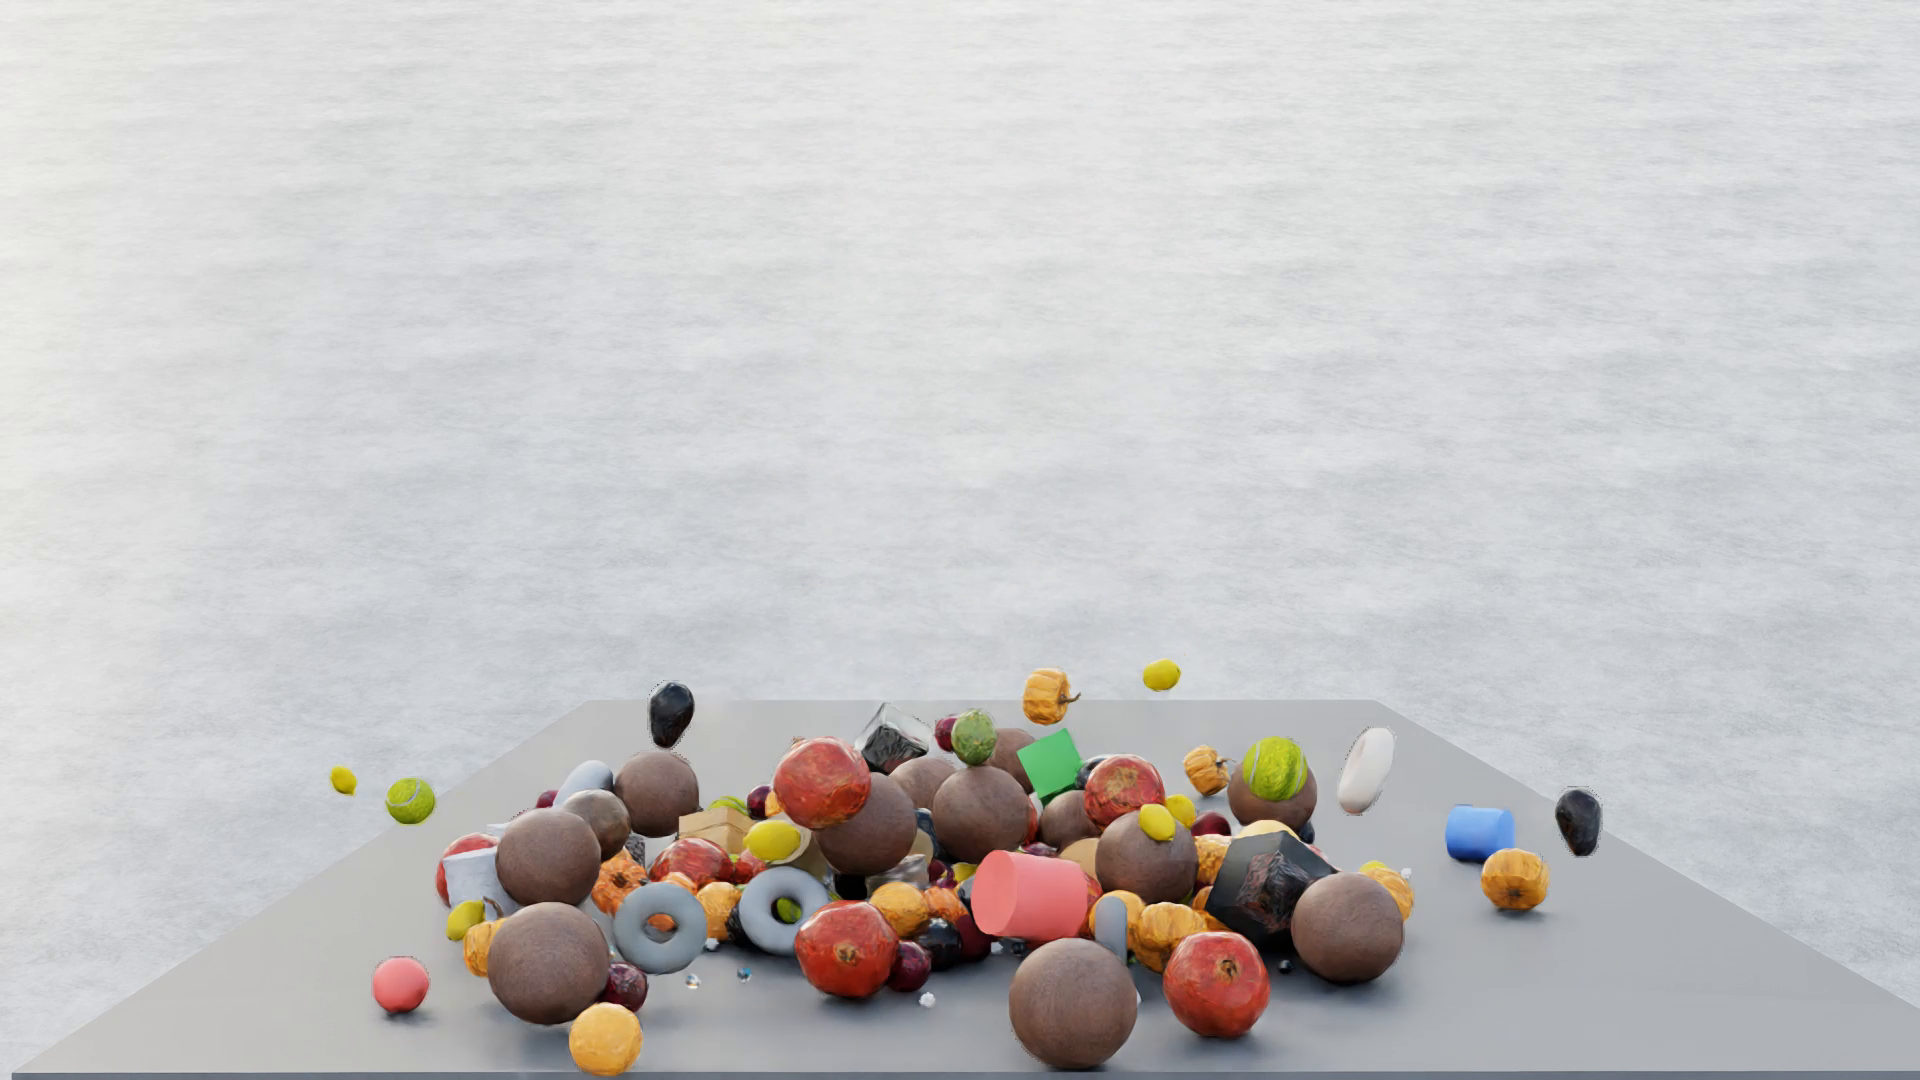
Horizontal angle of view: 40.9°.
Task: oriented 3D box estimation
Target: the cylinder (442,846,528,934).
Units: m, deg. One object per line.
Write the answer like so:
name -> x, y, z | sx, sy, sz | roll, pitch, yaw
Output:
cylinder -> -0.599, 0.440, 3.252 | 0.093, 0.093, 0.093 | -9, 0, 0

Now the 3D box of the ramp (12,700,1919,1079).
ramp -> 0.057, 0.517, 4.557 | 2.000, 0.100, 4.000 | 0, 2, 0

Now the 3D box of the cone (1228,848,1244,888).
cone -> 0.396, 0.479, 3.675 | 0.066, 0.066, 0.066 | 15, 36, 29

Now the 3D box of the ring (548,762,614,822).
ring -> -0.561, 0.393, 3.814 | 0.048, 0.144, 0.144 | 24, 31, 12

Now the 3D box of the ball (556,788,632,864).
ball -> -0.479, 0.374, 3.371 | 0.097, 0.097, 0.097 | 0, 25, 0

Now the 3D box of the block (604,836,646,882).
block -> -0.487, 0.463, 3.739 | 0.058, 0.058, 0.058 | 0, 2, -11

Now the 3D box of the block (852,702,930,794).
block -> -0.103, 0.309, 3.847 | 0.082, 0.082, 0.082 | 33, 17, -9

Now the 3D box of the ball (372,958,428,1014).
ball -> -0.615, 0.489, 2.832 | 0.060, 0.060, 0.060 | 0, 25, 0

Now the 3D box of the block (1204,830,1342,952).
block -> 0.376, 0.423, 3.096 | 0.099, 0.099, 0.099 | -20, 38, 54

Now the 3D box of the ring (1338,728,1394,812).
ring -> 0.522, 0.296, 3.314 | 0.039, 0.118, 0.118 | 24, 27, 0

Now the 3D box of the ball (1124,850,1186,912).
ball -> 0.262, 0.458, 3.469 | 0.082, 0.082, 0.082 | 0, 25, 0

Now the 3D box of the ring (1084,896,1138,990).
ring -> 0.173, 0.462, 2.951 | 0.036, 0.109, 0.109 | -13, 20, 21

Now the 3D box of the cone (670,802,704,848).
cone -> -0.417, 0.452, 3.956 | 0.070, 0.070, 0.070 | -35, 37, -18

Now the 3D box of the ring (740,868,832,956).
ring -> -0.211, 0.450, 3.124 | 0.116, 0.039, 0.116 | 7, 56, -11

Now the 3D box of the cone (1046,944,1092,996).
cone -> 0.136, 0.501, 2.934 | 0.060, 0.060, 0.060 | -7, 29, -15

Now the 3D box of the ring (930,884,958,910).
ring -> -0.047, 0.484, 3.495 | 0.090, 0.030, 0.090 | 1, 0, 0

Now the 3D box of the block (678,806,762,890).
block -> -0.337, 0.432, 3.614 | 0.082, 0.082, 0.082 | -16, 58, 26

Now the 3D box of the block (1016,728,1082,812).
block -> 0.153, 0.366, 4.099 | 0.087, 0.087, 0.087 | -26, 68, 1

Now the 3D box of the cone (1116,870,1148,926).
cone -> 0.214, 0.467, 3.387 | 0.070, 0.070, 0.070 | 0, 2, 0

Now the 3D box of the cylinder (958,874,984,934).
cylinder -> 0.032, 0.432, 3.076 | 0.053, 0.053, 0.053 | -25, 20, 10

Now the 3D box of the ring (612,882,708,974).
ring -> -0.336, 0.436, 2.889 | 0.106, 0.106, 0.035 | -2, 8, -4

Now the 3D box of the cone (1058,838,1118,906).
cone -> 0.183, 0.456, 3.361 | 0.098, 0.098, 0.098 | -14, 32, -27

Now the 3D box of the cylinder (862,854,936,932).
cylinder -> -0.076, 0.445, 3.253 | 0.080, 0.080, 0.080 | -11, 0, 0

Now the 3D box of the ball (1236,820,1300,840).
ball -> 0.417, 0.429, 3.498 | 0.098, 0.098, 0.098 | 0, 25, 0

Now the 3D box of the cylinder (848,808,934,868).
cylinder -> -0.091, 0.399, 3.346 | 0.080, 0.080, 0.080 | 35, -1, -41

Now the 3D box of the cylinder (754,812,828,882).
cylinder -> -0.212, 0.394, 3.252 | 0.074, 0.074, 0.074 | -9, 52, 12

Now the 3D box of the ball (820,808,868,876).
ball -> -0.149, 0.424, 3.629 | 0.094, 0.094, 0.094 | 0, 25, 0

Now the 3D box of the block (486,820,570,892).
block -> -0.616, 0.451, 3.683 | 0.086, 0.086, 0.086 | -2, 2, -41

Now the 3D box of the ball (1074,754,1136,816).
ball -> 0.225, 0.380, 3.992 | 0.096, 0.096, 0.096 | 0, 25, 0
